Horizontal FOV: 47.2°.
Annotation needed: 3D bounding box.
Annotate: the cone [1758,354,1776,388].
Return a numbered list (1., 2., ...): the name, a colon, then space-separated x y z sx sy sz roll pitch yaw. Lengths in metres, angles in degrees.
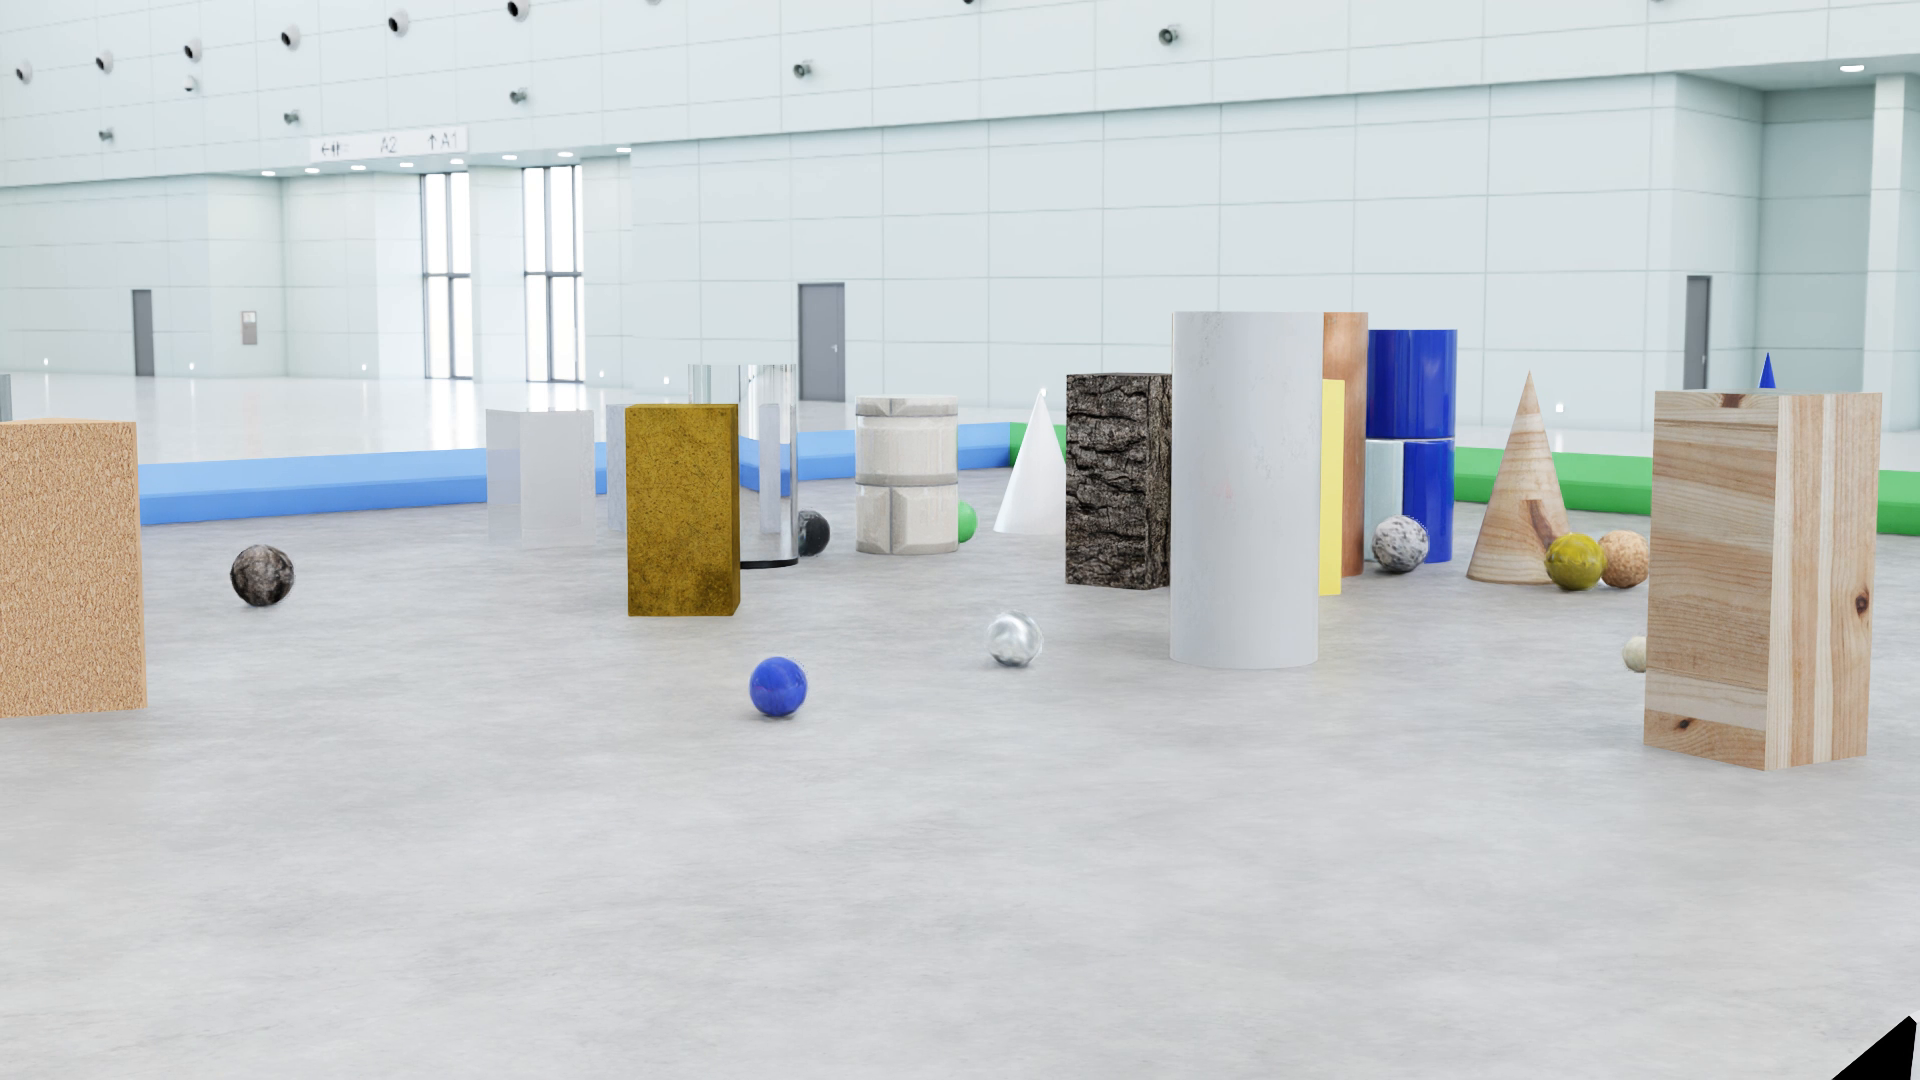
1. cone: 1.111 -0.069 3.044 0.188 0.386 0.188 0 6 0

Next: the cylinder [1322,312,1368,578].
1. cylinder: 0.587 -0.164 3.698 0.188 0.436 0.188 0 6 0

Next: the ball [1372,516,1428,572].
1. ball: 0.741 0.007 3.708 0.094 0.094 0.094 0 6 0

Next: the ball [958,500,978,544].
1. ball: -0.008 -0.034 4.150 0.083 0.083 0.083 0 6 0

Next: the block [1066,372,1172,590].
1. block: 0.276 -0.099 3.556 0.151 0.338 0.151 4 7 36

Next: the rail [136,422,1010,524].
1. rail: -1.350 -0.122 4.787 4.099 0.122 0.045 -6 8 -42

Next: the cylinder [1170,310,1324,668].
1. cylinder: 0.362 -0.069 2.789 0.188 0.440 0.188 0 6 0

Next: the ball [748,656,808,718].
1. ball: -0.198 0.160 2.398 0.066 0.066 0.066 0 6 0

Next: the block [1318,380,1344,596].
1. block: 0.492 -0.085 3.443 0.151 0.332 0.151 -3 7 -27

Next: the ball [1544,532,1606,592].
1. ball: 0.968 0.034 3.461 0.092 0.092 0.092 0 6 0

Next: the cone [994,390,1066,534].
1. cone: 0.161 -0.162 4.407 0.188 0.285 0.188 0 6 0

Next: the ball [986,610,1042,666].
1. ball: 0.066 0.123 2.735 0.069 0.069 0.069 0 6 0

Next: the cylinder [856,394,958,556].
1. cylinder: -0.098 -0.123 4.038 0.188 0.283 0.188 0 6 0

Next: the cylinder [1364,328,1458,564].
1. cylinder: 0.783 -0.171 3.905 0.188 0.406 0.188 0 6 0

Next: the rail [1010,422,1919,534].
1. rail: 1.489 -0.113 4.698 0.045 0.122 4.028 -6 8 -42

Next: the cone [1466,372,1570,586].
1. cone: 0.930 -0.108 3.609 0.188 0.345 0.188 0 6 0

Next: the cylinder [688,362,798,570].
1. cylinder: -0.376 -0.132 3.824 0.188 0.348 0.188 0 6 0

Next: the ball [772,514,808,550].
1. ball: -0.313 -0.014 4.035 0.067 0.067 0.067 0 6 0

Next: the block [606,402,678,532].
1. block: -0.613 -0.146 4.420 0.151 0.250 0.151 -3 7 -28

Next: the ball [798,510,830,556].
1. ball: -0.274 -0.012 3.939 0.084 0.084 0.084 0 6 0

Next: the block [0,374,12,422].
1. block: -1.242 -0.018 2.670 0.151 0.362 0.151 -1 6 -11

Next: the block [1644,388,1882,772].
1. block: 0.801 0.032 2.202 0.151 0.361 0.151 -4 7 -30

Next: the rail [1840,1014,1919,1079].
1. rail: 1.350 0.186 1.877 4.099 0.122 0.045 -6 8 -42

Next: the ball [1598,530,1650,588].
1. ball: 1.054 0.030 3.495 0.093 0.093 0.093 0 6 0

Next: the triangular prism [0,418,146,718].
1. triangular prism: -1.010 0.025 2.469 0.163 0.319 0.141 -3 7 -23

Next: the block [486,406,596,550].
1. block: -0.790 -0.119 4.145 0.151 0.254 0.151 -4 7 -36

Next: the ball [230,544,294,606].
1. ball: -1.044 0.053 3.291 0.092 0.092 0.092 0 6 0

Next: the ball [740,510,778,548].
1. ball: -0.375 -0.022 4.094 0.070 0.070 0.070 0 6 0

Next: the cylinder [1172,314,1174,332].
1. cylinder: 0.486 -0.203 4.082 0.188 0.434 0.188 0 6 0

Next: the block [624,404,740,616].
1. block: -0.406 -0.047 3.240 0.151 0.301 0.151 0 6 -1

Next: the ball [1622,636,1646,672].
1. ball: 0.834 0.139 2.691 0.045 0.045 0.045 0 6 0
